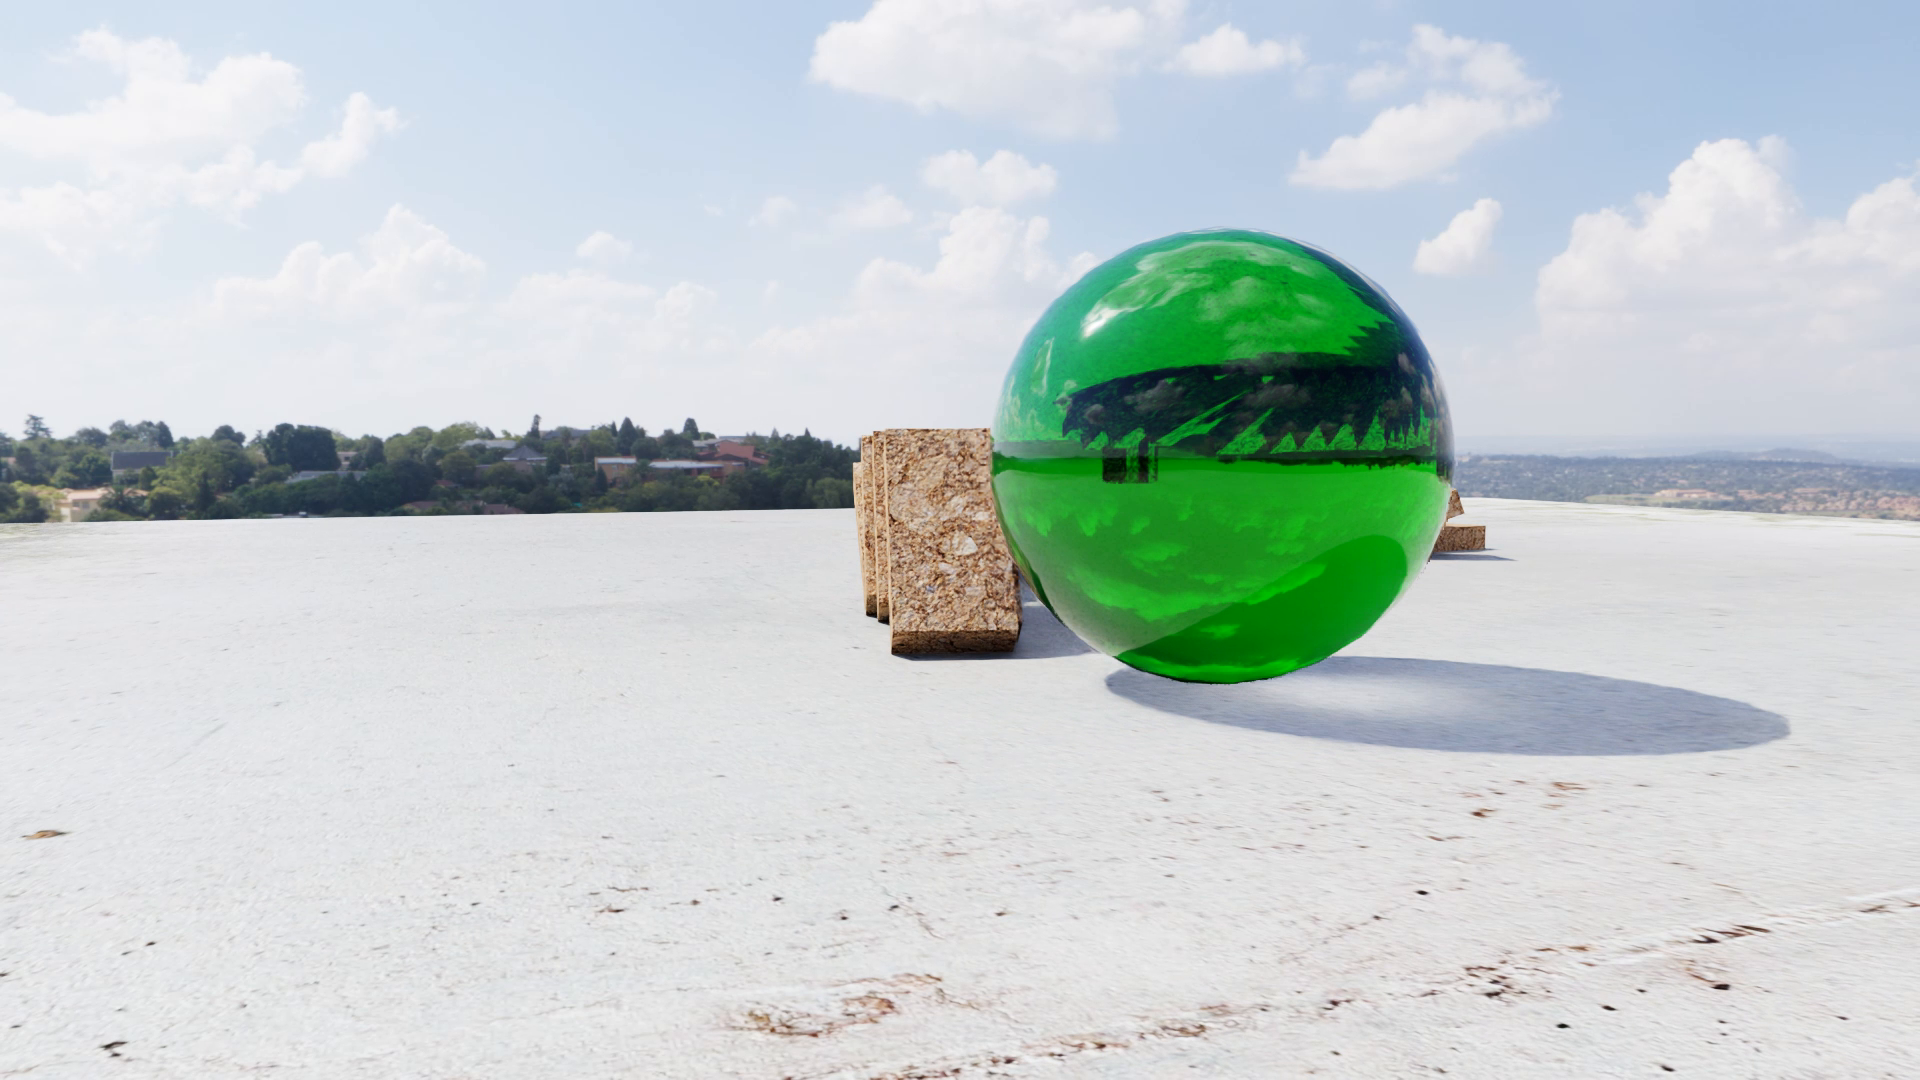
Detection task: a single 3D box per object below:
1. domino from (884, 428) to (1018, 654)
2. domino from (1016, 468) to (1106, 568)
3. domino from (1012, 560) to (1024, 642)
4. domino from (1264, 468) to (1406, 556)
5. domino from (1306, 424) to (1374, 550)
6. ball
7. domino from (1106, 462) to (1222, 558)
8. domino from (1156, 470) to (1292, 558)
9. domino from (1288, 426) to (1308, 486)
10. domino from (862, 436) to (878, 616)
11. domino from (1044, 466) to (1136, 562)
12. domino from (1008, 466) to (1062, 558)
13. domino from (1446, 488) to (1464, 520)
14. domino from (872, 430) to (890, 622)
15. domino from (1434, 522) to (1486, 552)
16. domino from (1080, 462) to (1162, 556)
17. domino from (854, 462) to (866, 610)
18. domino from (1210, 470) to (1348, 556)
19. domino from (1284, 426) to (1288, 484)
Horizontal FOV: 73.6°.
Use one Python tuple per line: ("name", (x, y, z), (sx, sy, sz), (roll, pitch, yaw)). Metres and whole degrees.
("domino", (-0.003, -0.001, 0.271), (0.025, 0.050, 0.010), (0, -32, -6))
("domino", (0.029, -0.009, 0.458), (0.025, 0.010, 0.050), (3, 36, 38))
("domino", (-0.001, -0.002, 0.283), (0.025, 0.050, 0.009), (0, -32, -6))
("domino", (0.141, -0.011, 0.489), (0.050, 0.009, 0.025), (-29, 4, 0))
("domino", (0.154, -0.021, 0.520), (0.025, 0.050, 0.010), (-2, 5, -25))
("ball", (0.045, -0.015, 0.227), (0.080, 0.080, 0.080), (0, 4, 0))
("domino", (0.075, -0.012, 0.495), (0.050, 0.009, 0.025), (-38, 19, -21))
("domino", (0.099, -0.010, 0.491), (0.050, 0.009, 0.025), (-28, 5, 1))
("domino", (0.150, -0.023, 0.535), (0.025, 0.050, 0.010), (-1, 4, -7))
("domino", (-0.012, -0.005, 0.330), (0.025, 0.050, 0.009), (0, -35, -6))
("domino", (0.042, -0.010, 0.473), (0.025, 0.010, 0.050), (1, 35, 39))
("domino", (0.014, -0.008, 0.444), (0.025, 0.010, 0.050), (2, 36, 29))
("domino", (0.162, -0.007, 0.487), (0.050, 0.009, 0.025), (-20, 4, 2))
("domino", (-0.008, -0.004, 0.318), (0.025, 0.050, 0.009), (0, -32, -6))
("domino", (0.185, -0.001, 0.518), (0.050, 0.009, 0.025), (-2, 5, -29))
("domino", (0.054, -0.012, 0.489), (0.025, 0.009, 0.050), (-1, 33, 41))
("domino", (-0.015, -0.002, 0.348), (0.025, 0.010, 0.050), (-2, 41, -7))
("domino", (0.120, -0.011, 0.490), (0.050, 0.009, 0.025), (-29, 4, 1))
("domino", (0.154, -0.024, 0.555), (0.025, 0.050, 0.009), (2, 5, 25))
